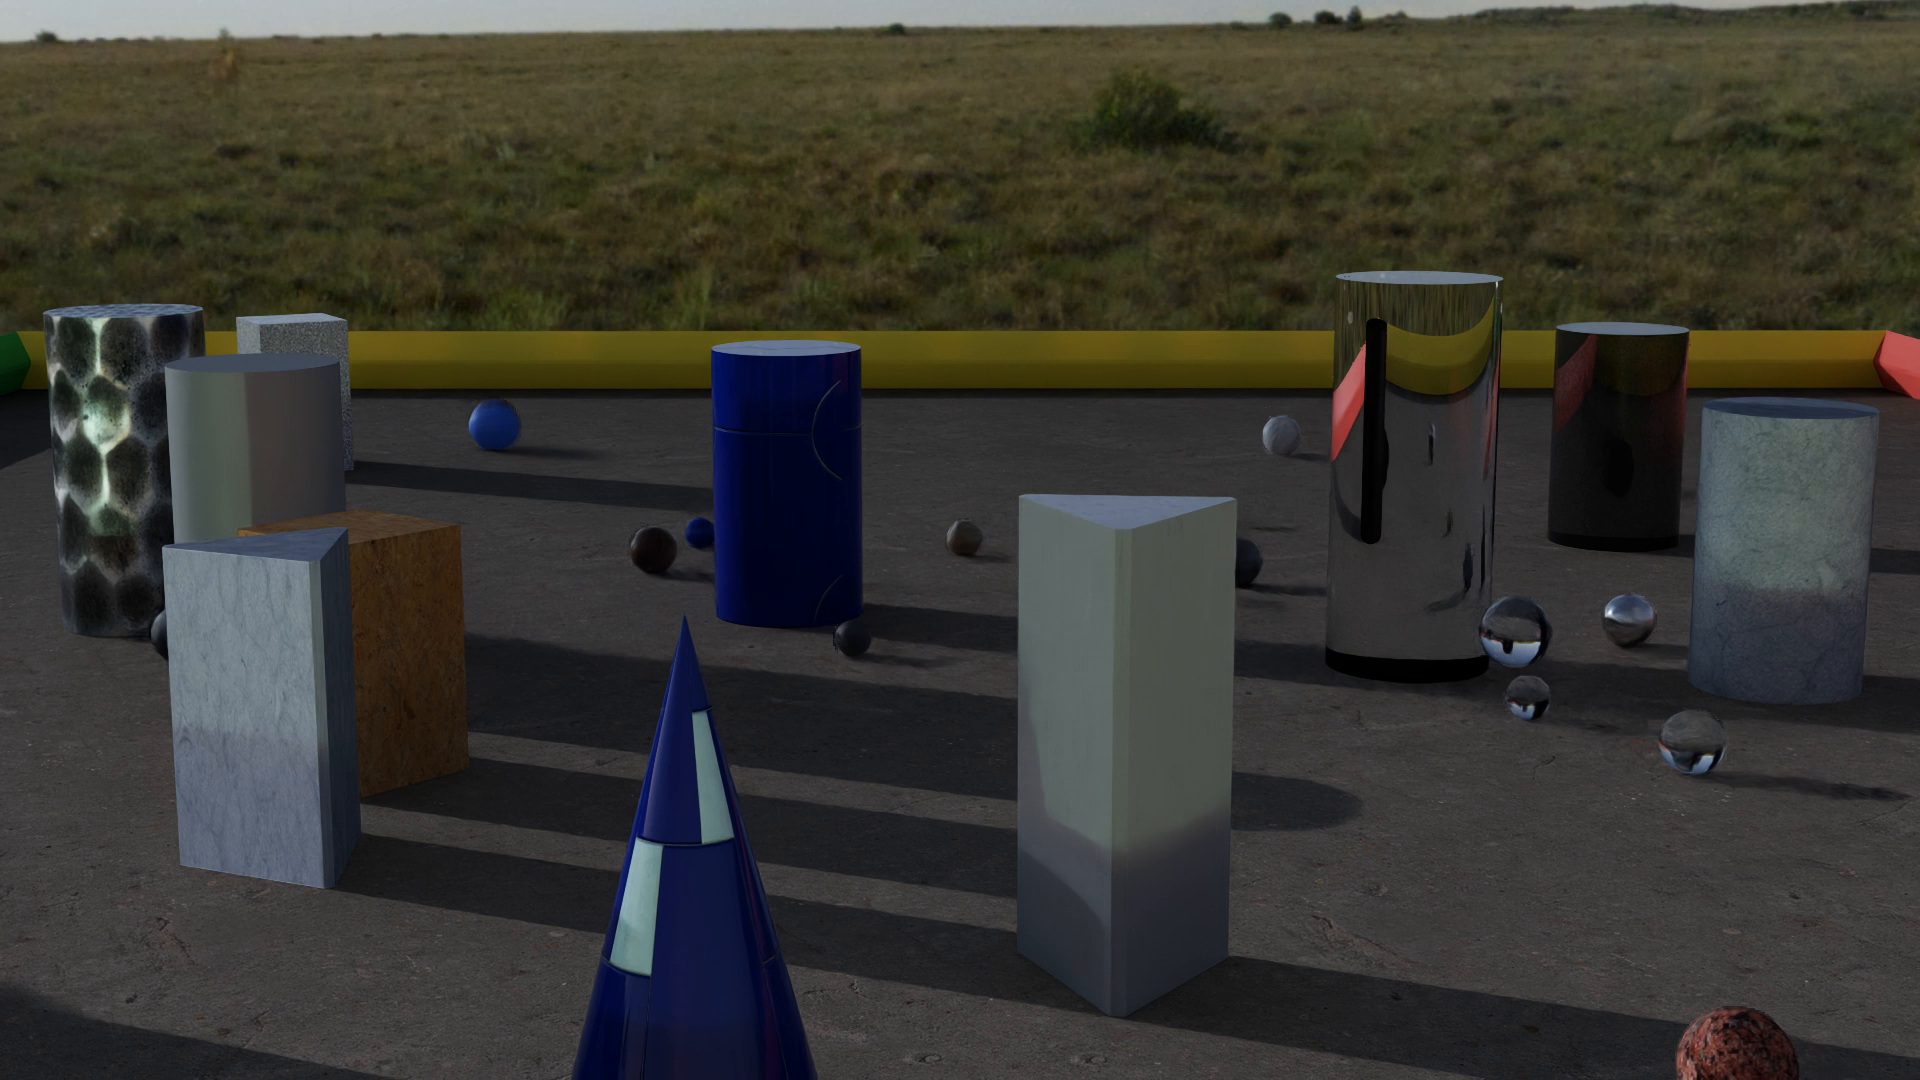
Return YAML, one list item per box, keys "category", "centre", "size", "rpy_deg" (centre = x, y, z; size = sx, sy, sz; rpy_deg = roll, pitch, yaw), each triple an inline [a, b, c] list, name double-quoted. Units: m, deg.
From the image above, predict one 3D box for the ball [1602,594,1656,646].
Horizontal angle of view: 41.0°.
- category: "ball"
  centre: [0.848, 0.102, 3.256]
  size: [0.067, 0.067, 0.067]
  rpy_deg: [0, 10, 0]

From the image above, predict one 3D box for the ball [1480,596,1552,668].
- category: "ball"
  centre: [0.664, 0.110, 3.068]
  size: [0.086, 0.086, 0.086]
  rpy_deg: [0, 10, 0]

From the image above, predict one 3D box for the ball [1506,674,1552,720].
- category: "ball"
  centre: [0.641, 0.177, 2.891]
  size: [0.051, 0.051, 0.051]
  rpy_deg: [0, 10, 0]

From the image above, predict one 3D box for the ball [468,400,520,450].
- category: "ball"
  centre: [-0.891, -0.220, 4.913]
  size: [0.096, 0.096, 0.096]
  rpy_deg: [0, 10, 0]

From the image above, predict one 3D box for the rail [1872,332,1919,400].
- category: "rail"
  centre: [2.107, 0.031, 3.461]
  size: [0.045, 0.129, 4.892]
  rpy_deg: [0, 10, 0]

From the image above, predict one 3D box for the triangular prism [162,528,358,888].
- category: "triangular prism"
  centre: [-0.611, 0.147, 2.376]
  size: [0.172, 0.298, 0.149]
  rpy_deg: [5, 12, 25]

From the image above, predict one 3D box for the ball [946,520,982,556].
- category: "ball"
  centre: [0.006, -0.003, 3.854]
  size: [0.054, 0.054, 0.054]
  rpy_deg: [0, 10, 0]

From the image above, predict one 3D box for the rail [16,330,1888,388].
- category: "rail"
  centre: [-0.014, -0.407, 5.831]
  size: [4.262, 0.129, 0.045]
  rpy_deg: [0, 10, 0]

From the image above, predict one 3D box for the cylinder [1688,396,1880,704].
- category: "cylinder"
  centre: [0.970, 0.009, 3.029]
  size: [0.199, 0.332, 0.199]
  rpy_deg: [0, 10, 0]

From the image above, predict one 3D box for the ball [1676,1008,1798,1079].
- category: "ball"
  centre: [0.540, 0.366, 1.783]
  size: [0.082, 0.082, 0.082]
  rpy_deg: [0, 10, 0]

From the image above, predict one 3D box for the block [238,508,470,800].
- category: "block"
  centre: [-0.627, 0.114, 2.657]
  size: [0.159, 0.260, 0.159]
  rpy_deg: [8, 13, 38]

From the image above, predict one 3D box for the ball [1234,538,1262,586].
- category: "ball"
  centre: [0.394, 0.031, 3.636]
  size: [0.068, 0.068, 0.068]
  rpy_deg: [0, 10, 0]

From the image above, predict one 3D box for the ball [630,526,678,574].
- category: "ball"
  centre: [-0.445, 0.014, 3.723]
  size: [0.069, 0.069, 0.069]
  rpy_deg: [0, 10, 0]

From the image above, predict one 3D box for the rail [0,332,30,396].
- category: "rail"
  centre: [-2.107, 0.035, 3.437]
  size: [0.045, 0.129, 4.892]
  rpy_deg: [0, 10, 0]

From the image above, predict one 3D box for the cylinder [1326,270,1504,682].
- category: "cylinder"
  centre: [0.550, -0.081, 3.119]
  size: [0.199, 0.476, 0.199]
  rpy_deg: [0, 10, 0]

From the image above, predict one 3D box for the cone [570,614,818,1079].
- category: "cone"
  centre: [-0.175, 0.235, 1.664]
  size: [0.199, 0.384, 0.199]
  rpy_deg: [0, 10, 0]

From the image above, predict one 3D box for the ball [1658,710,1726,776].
- category: "ball"
  centre: [0.761, 0.210, 2.666]
  size: [0.068, 0.068, 0.068]
  rpy_deg: [0, 10, 0]

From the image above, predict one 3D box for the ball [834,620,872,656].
- category: "ball"
  centre: [-0.133, 0.122, 3.202]
  size: [0.046, 0.046, 0.046]
  rpy_deg: [0, 10, 0]

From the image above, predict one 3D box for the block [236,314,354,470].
- category: "block"
  centre: [-1.214, -0.268, 4.684]
  size: [0.159, 0.273, 0.159]
  rpy_deg: [-6, 12, -29]

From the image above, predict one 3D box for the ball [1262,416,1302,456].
- category: "ball"
  centre: [0.608, -0.198, 4.853]
  size: [0.074, 0.074, 0.074]
  rpy_deg: [0, 10, 0]

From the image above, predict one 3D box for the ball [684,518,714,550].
- category: "ball"
  centre: [-0.395, -0.010, 3.910]
  size: [0.049, 0.049, 0.049]
  rpy_deg: [0, 10, 0]

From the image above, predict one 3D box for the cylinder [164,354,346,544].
- category: "cylinder"
  centre: [-0.830, -0.020, 3.045]
  size: [0.199, 0.383, 0.199]
  rpy_deg: [0, 10, 0]

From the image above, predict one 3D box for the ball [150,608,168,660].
- category: "ball"
  centre: [-0.959, 0.115, 3.164]
  size: [0.074, 0.074, 0.074]
  rpy_deg: [0, 10, 0]

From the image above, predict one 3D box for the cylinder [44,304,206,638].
- category: "cylinder"
  centre: [-1.084, -0.095, 3.366]
  size: [0.199, 0.413, 0.199]
  rpy_deg: [0, 10, 0]

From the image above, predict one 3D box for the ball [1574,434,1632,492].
- category: "ball"
  centre: [1.113, -0.134, 4.442]
  size: [0.099, 0.099, 0.099]
  rpy_deg: [0, 10, 0]

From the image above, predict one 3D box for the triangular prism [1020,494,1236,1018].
- category: "triangular prism"
  centre: [0.110, 0.160, 2.064]
  size: [0.149, 0.385, 0.172]
  rpy_deg: [7, 13, 34]

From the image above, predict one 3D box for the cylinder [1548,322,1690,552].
- category: "cylinder"
  centre: [1.014, -0.162, 3.958]
  size: [0.199, 0.330, 0.199]
  rpy_deg: [0, 10, 0]

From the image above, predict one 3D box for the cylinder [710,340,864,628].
- category: "cylinder"
  centre: [-0.230, -0.079, 3.429]
  size: [0.199, 0.358, 0.199]
  rpy_deg: [0, 10, 0]

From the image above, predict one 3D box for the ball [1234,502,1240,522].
- category: "ball"
  centre: [0.428, -0.046, 4.115]
  size: [0.044, 0.044, 0.044]
  rpy_deg: [0, 10, 0]
